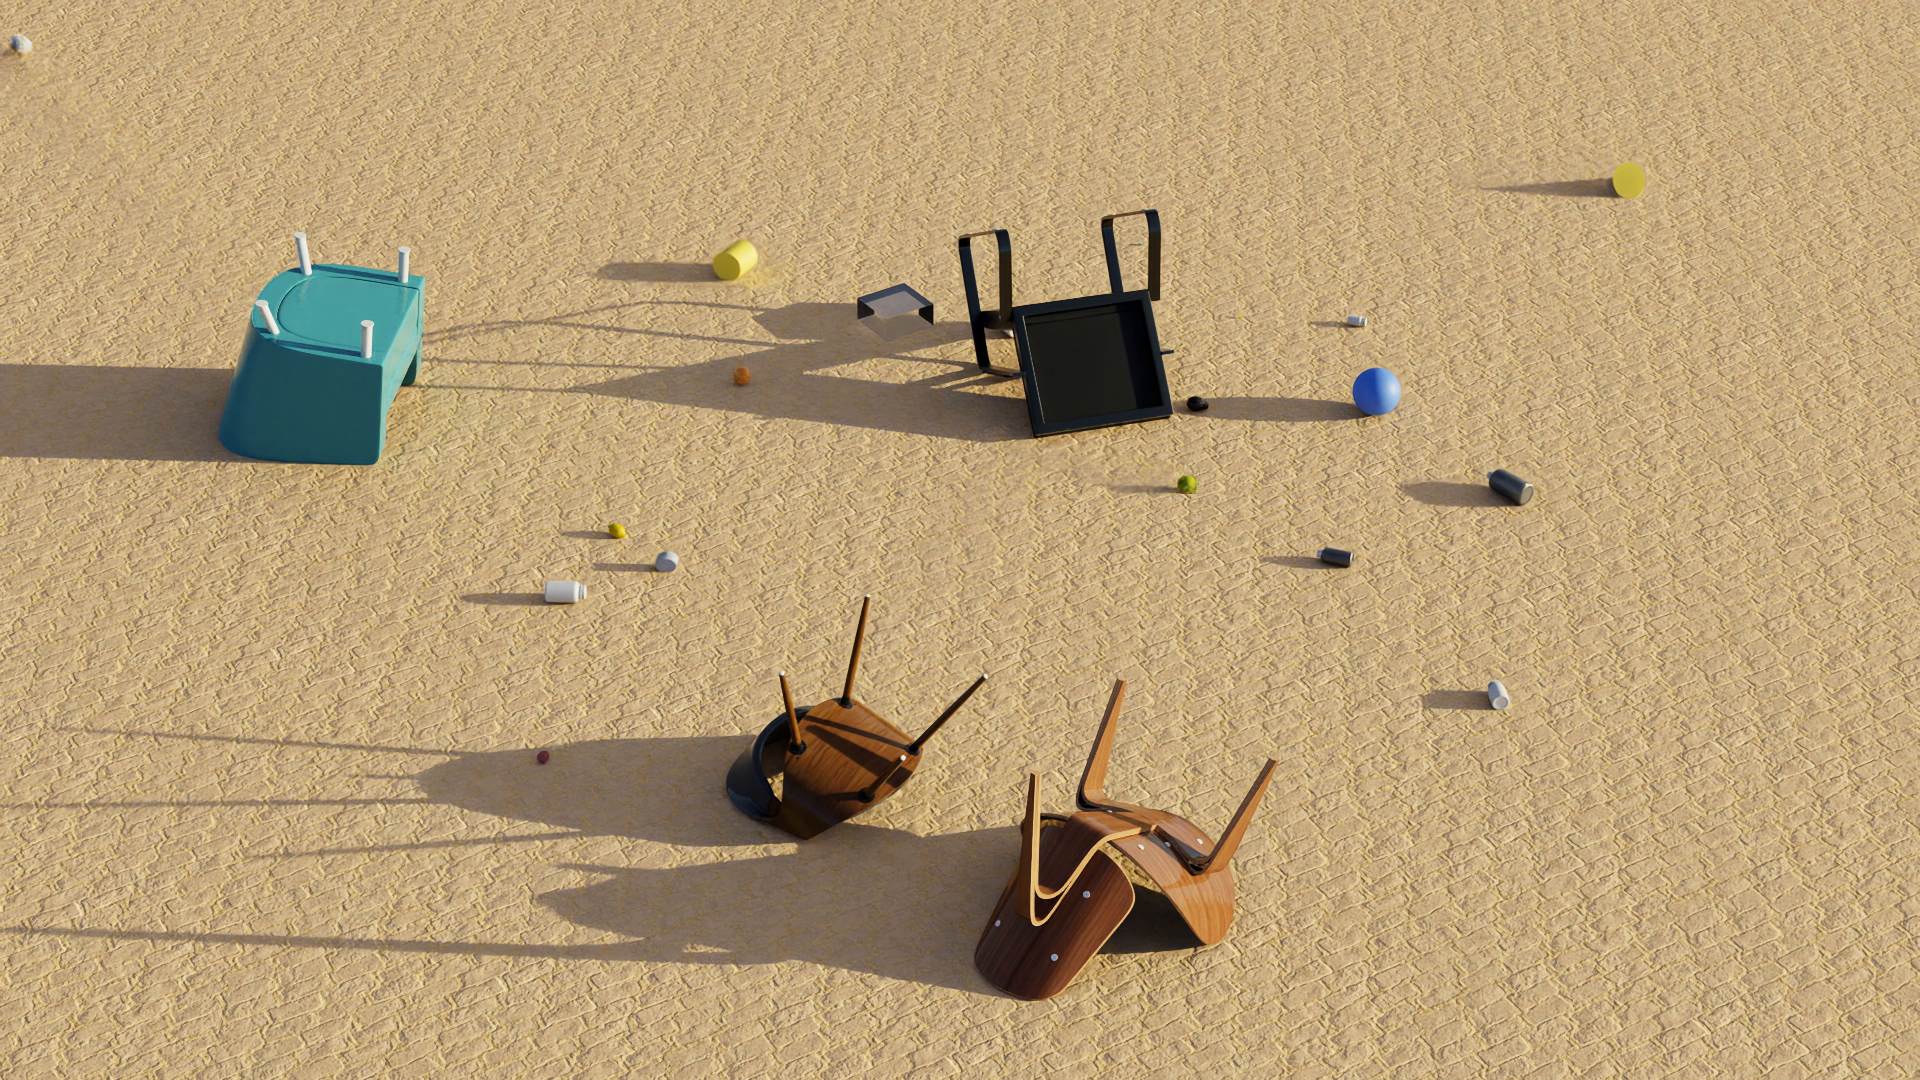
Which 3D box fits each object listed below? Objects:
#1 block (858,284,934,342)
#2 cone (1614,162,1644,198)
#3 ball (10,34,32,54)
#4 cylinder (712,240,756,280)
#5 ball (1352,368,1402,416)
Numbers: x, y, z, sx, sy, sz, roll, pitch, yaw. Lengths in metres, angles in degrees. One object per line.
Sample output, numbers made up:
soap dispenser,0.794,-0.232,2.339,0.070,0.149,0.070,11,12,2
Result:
block,-0.271,-0.958,12.302,0.236,0.105,0.224,-20,38,-28
cone,3.025,-1.649,13.378,0.144,0.164,0.205,-13,12,0
ball,-4.675,-2.465,14.595,0.099,0.099,0.099,0,33,0
cylinder,-0.972,-1.207,12.655,0.147,0.129,0.136,-15,20,38
ball,1.658,-0.591,11.667,0.192,0.192,0.192,0,33,0
